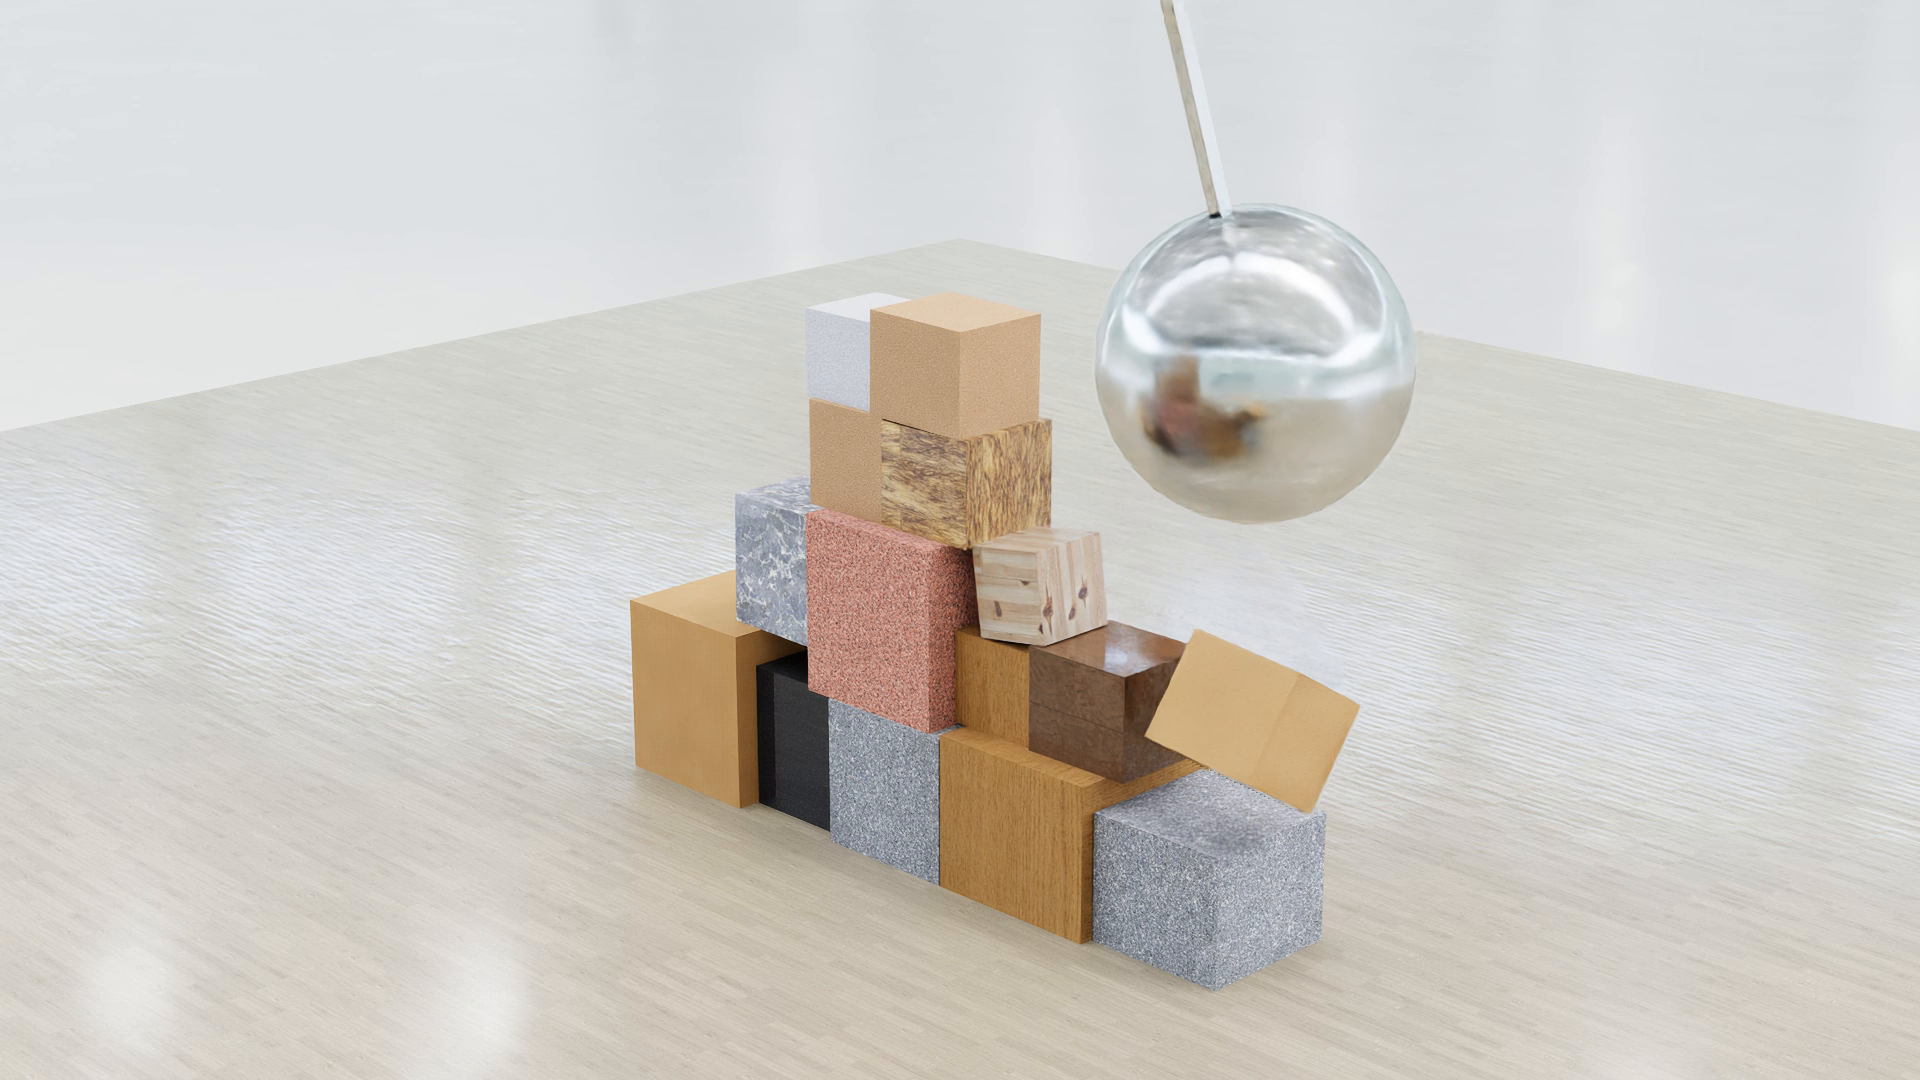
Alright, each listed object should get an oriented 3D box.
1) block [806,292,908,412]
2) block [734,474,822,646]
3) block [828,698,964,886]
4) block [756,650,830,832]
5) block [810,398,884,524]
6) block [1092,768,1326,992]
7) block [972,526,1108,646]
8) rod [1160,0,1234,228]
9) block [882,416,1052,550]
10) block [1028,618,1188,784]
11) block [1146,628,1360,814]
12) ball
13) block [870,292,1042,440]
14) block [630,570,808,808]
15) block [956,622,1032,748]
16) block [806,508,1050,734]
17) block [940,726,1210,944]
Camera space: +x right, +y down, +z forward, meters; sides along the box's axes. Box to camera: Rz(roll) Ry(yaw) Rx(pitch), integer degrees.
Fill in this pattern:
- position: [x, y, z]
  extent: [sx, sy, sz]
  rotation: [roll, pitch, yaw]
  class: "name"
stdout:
- position: [-0.388, -0.866, 13.471]
  extent: [0.451, 0.414, 0.454]
  rotation: [17, 24, 42]
  class: "block"
- position: [-0.646, 0.090, 14.066]
  extent: [0.599, 0.639, 0.620]
  rotation: [-17, 25, -42]
  class: "block"
- position: [-0.081, 1.073, 13.736]
  extent: [0.772, 0.716, 0.726]
  rotation: [-17, 24, -42]
  class: "block"
- position: [-0.524, 0.928, 14.209]
  extent: [0.701, 0.709, 0.580]
  rotation: [-17, 24, -42]
  class: "block"
- position: [-0.349, -0.410, 13.548]
  extent: [0.482, 0.502, 0.493]
  rotation: [16, 24, 42]
  class: "block"
- position: [1.076, 1.458, 12.697]
  extent: [0.713, 0.604, 0.700]
  rotation: [-17, 24, -42]
  class: "block"
- position: [0.356, 0.199, 13.004]
  extent: [0.387, 0.419, 0.416]
  rotation: [6, 17, 45]
  class: "block"
- position: [0.636, -3.671, 12.854]
  extent: [0.080, 5.200, 0.080]
  rotation: [17, 44, 42]
  class: "rod"
- position: [0.030, -0.304, 13.226]
  extent: [0.533, 0.492, 0.552]
  rotation: [16, 24, 42]
  class: "block"
- position: [0.683, 0.700, 12.851]
  extent: [0.516, 0.487, 0.558]
  rotation: [-17, 24, -42]
  class: "block"
- position: [1.220, 0.753, 12.209]
  extent: [0.575, 0.501, 0.499]
  rotation: [24, -3, 42]
  class: "block"
- position: [1.467, -0.876, 14.604]
  extent: [1.600, 1.600, 1.600]
  rotation: [0, 17, 0]
  class: "ball"
- position: [-0.023, -0.785, 13.103]
  extent: [0.566, 0.487, 0.509]
  rotation: [18, 25, 42]
  class: "block"
- position: [-1.025, 0.701, 14.648]
  extent: [0.917, 0.879, 0.797]
  rotation: [-17, 24, -42]
  class: "block"
- position: [0.321, 0.609, 13.218]
  extent: [0.500, 0.440, 0.467]
  rotation: [-17, 24, -42]
  class: "block"
- position: [-0.148, 0.292, 13.587]
  extent: [0.782, 0.863, 0.807]
  rotation: [-17, 24, -42]
  class: "block"
- position: [0.513, 1.228, 13.211]
  extent: [0.837, 0.736, 0.868]
  rotation: [-17, 24, -42]
  class: "block"
